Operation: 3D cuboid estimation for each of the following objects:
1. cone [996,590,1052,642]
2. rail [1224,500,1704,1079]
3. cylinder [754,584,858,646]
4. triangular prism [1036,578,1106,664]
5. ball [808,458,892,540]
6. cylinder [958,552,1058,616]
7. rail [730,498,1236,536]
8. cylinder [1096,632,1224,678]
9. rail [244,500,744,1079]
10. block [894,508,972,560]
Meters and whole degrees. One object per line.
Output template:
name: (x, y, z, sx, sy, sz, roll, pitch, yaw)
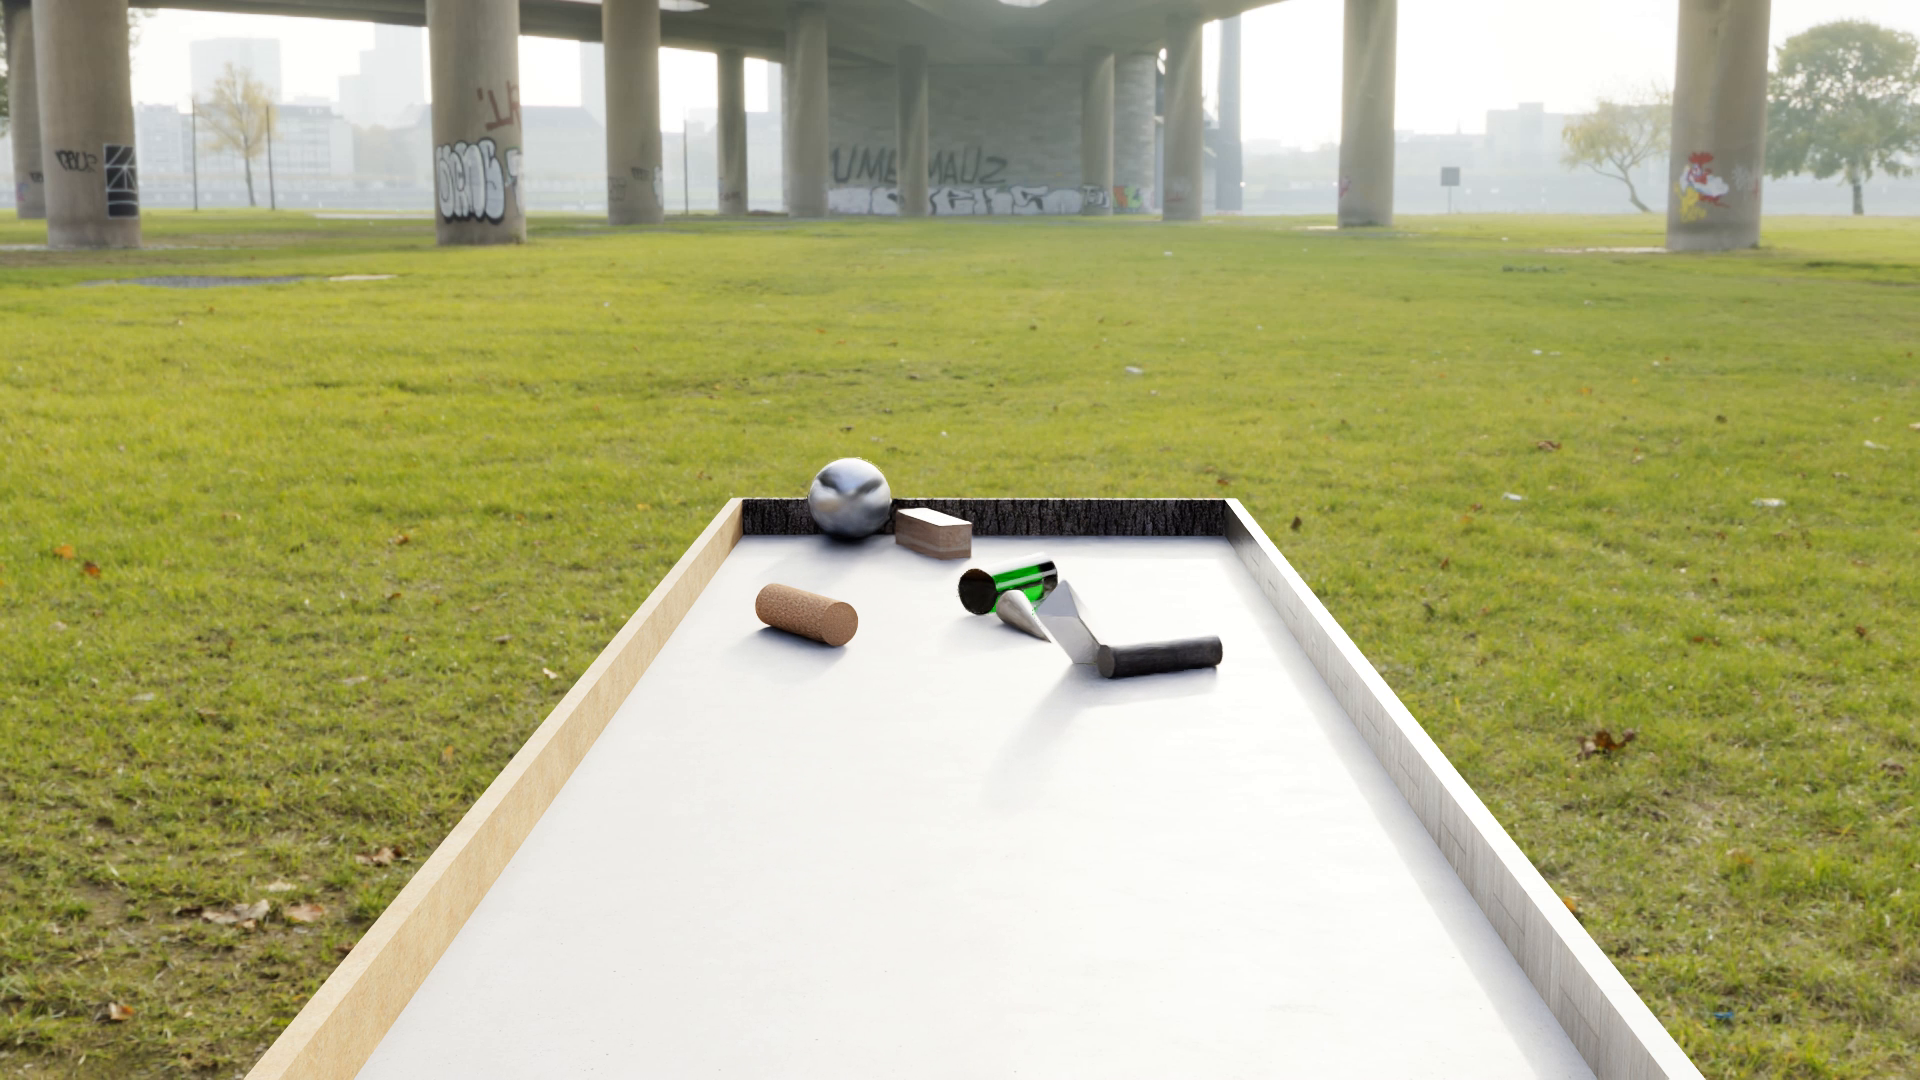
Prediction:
cone: (0.232, 0.273, 7.103, 0.116, 0.116, 0.356, -3, 19, -20)
rail: (1.046, 0.843, 3.208, 0.050, 0.150, 12.000, 0, 9, 1)
cylinder: (-0.495, 0.237, 7.062, 0.142, 0.142, 0.409, -6, 11, -35)
triangular prism: (0.353, 0.241, 6.492, 0.134, 0.116, 0.390, 4, -22, 22)
ball: (-0.448, -0.164, 8.950, 0.336, 0.336, 0.336, 0, 9, 0)
cylinder: (0.168, 0.149, 7.551, 0.161, 0.161, 0.381, 6, 11, 35)
rail: (0.099, -0.098, 9.147, 2.100, 0.150, 0.050, 0, 9, 1)
cylinder: (0.596, 0.341, 6.536, 0.381, 0.100, 0.100, -5, 10, -27)
rail: (-1.004, 0.839, 3.234, 0.050, 0.150, 12.000, 0, 9, 1)
block: (-0.109, -0.026, 8.743, 0.135, 0.135, 0.450, -4, 10, -24)
